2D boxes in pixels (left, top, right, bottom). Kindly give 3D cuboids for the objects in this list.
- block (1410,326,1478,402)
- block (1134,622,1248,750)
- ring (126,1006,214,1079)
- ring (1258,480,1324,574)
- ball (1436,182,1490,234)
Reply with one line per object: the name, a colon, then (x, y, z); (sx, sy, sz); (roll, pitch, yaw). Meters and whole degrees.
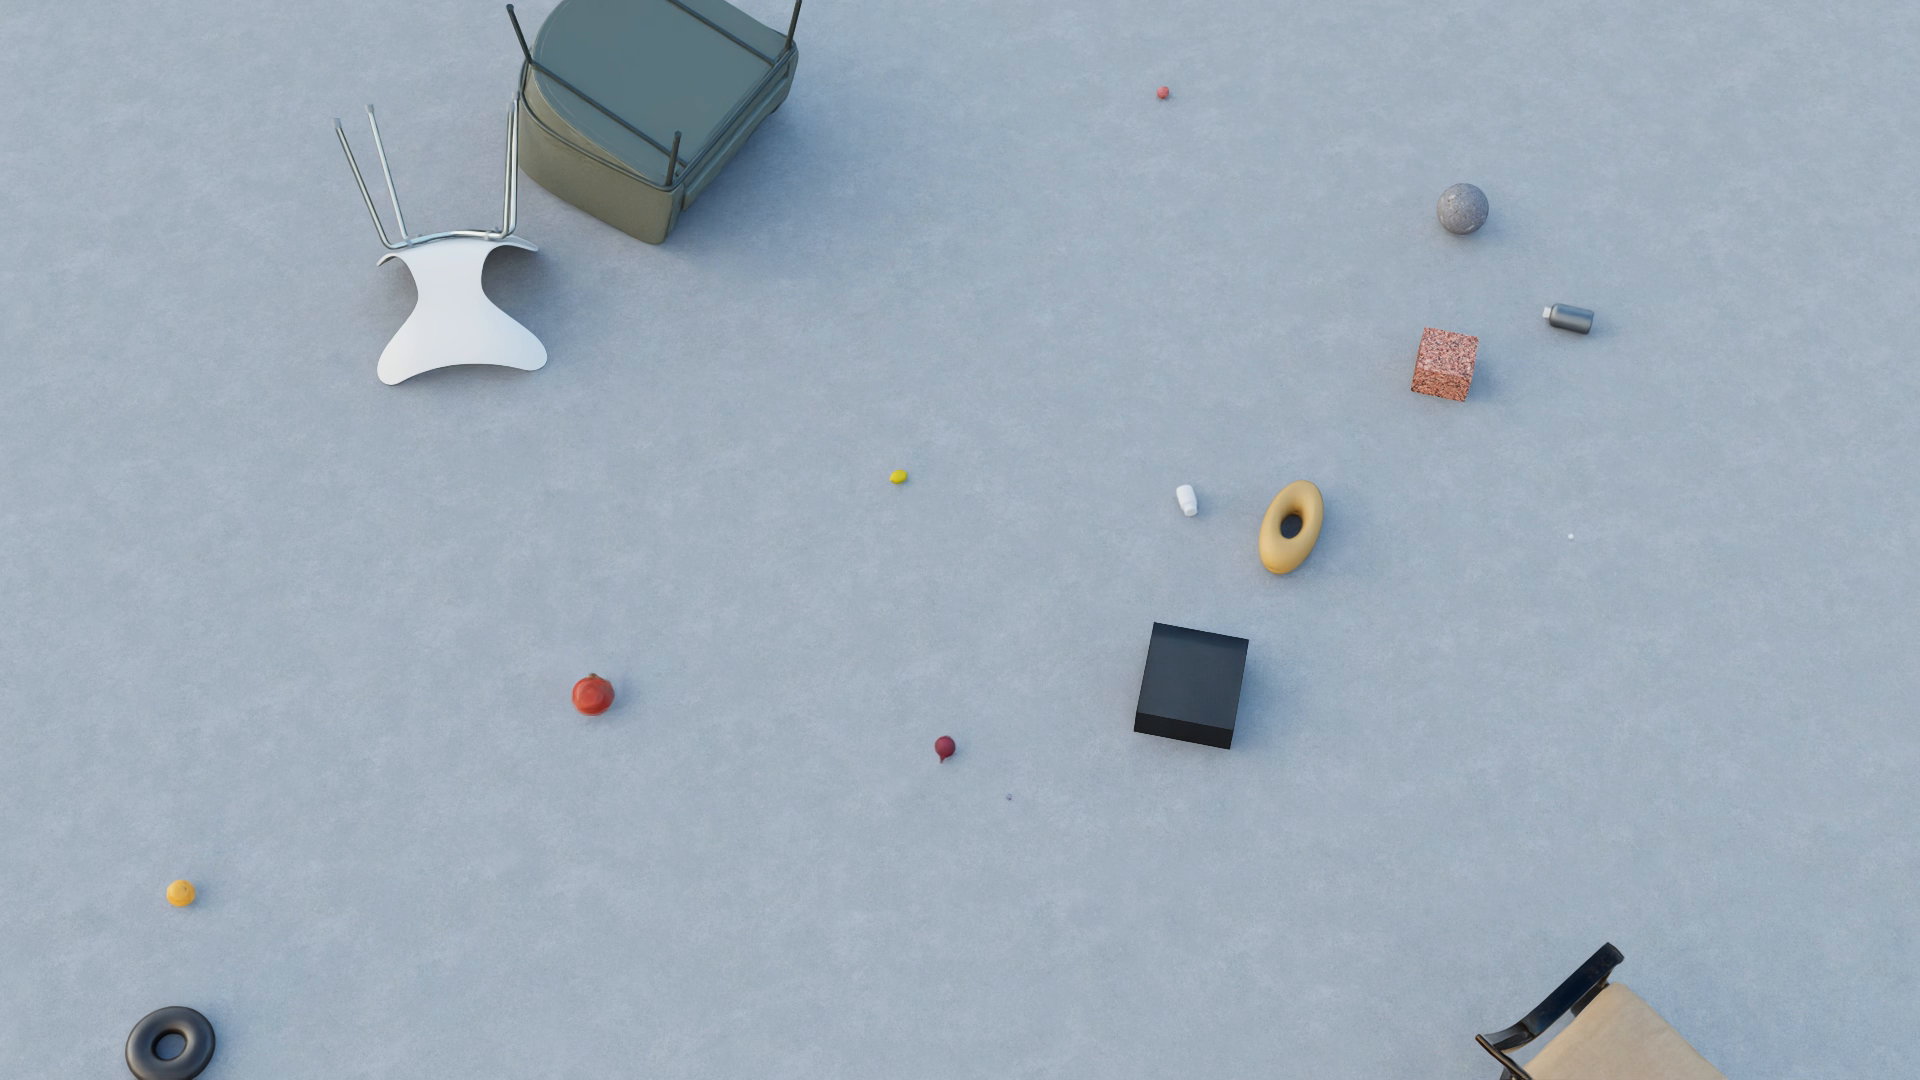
block: (1.515, -0.549, 6.872); (0.170, 0.117, 0.170); (12, 57, 8)
block: (0.656, 0.412, 6.230); (0.274, 0.113, 0.301); (10, 57, 7)
ring: (-2.034, 1.304, 5.663); (0.228, 0.060, 0.217); (11, 56, 6)
ring: (0.985, -0.040, 6.537); (0.172, 0.108, 0.334); (20, 59, 11)
ball: (1.646, -1.084, 7.200); (0.168, 0.168, 0.168); (0, 56, 0)
